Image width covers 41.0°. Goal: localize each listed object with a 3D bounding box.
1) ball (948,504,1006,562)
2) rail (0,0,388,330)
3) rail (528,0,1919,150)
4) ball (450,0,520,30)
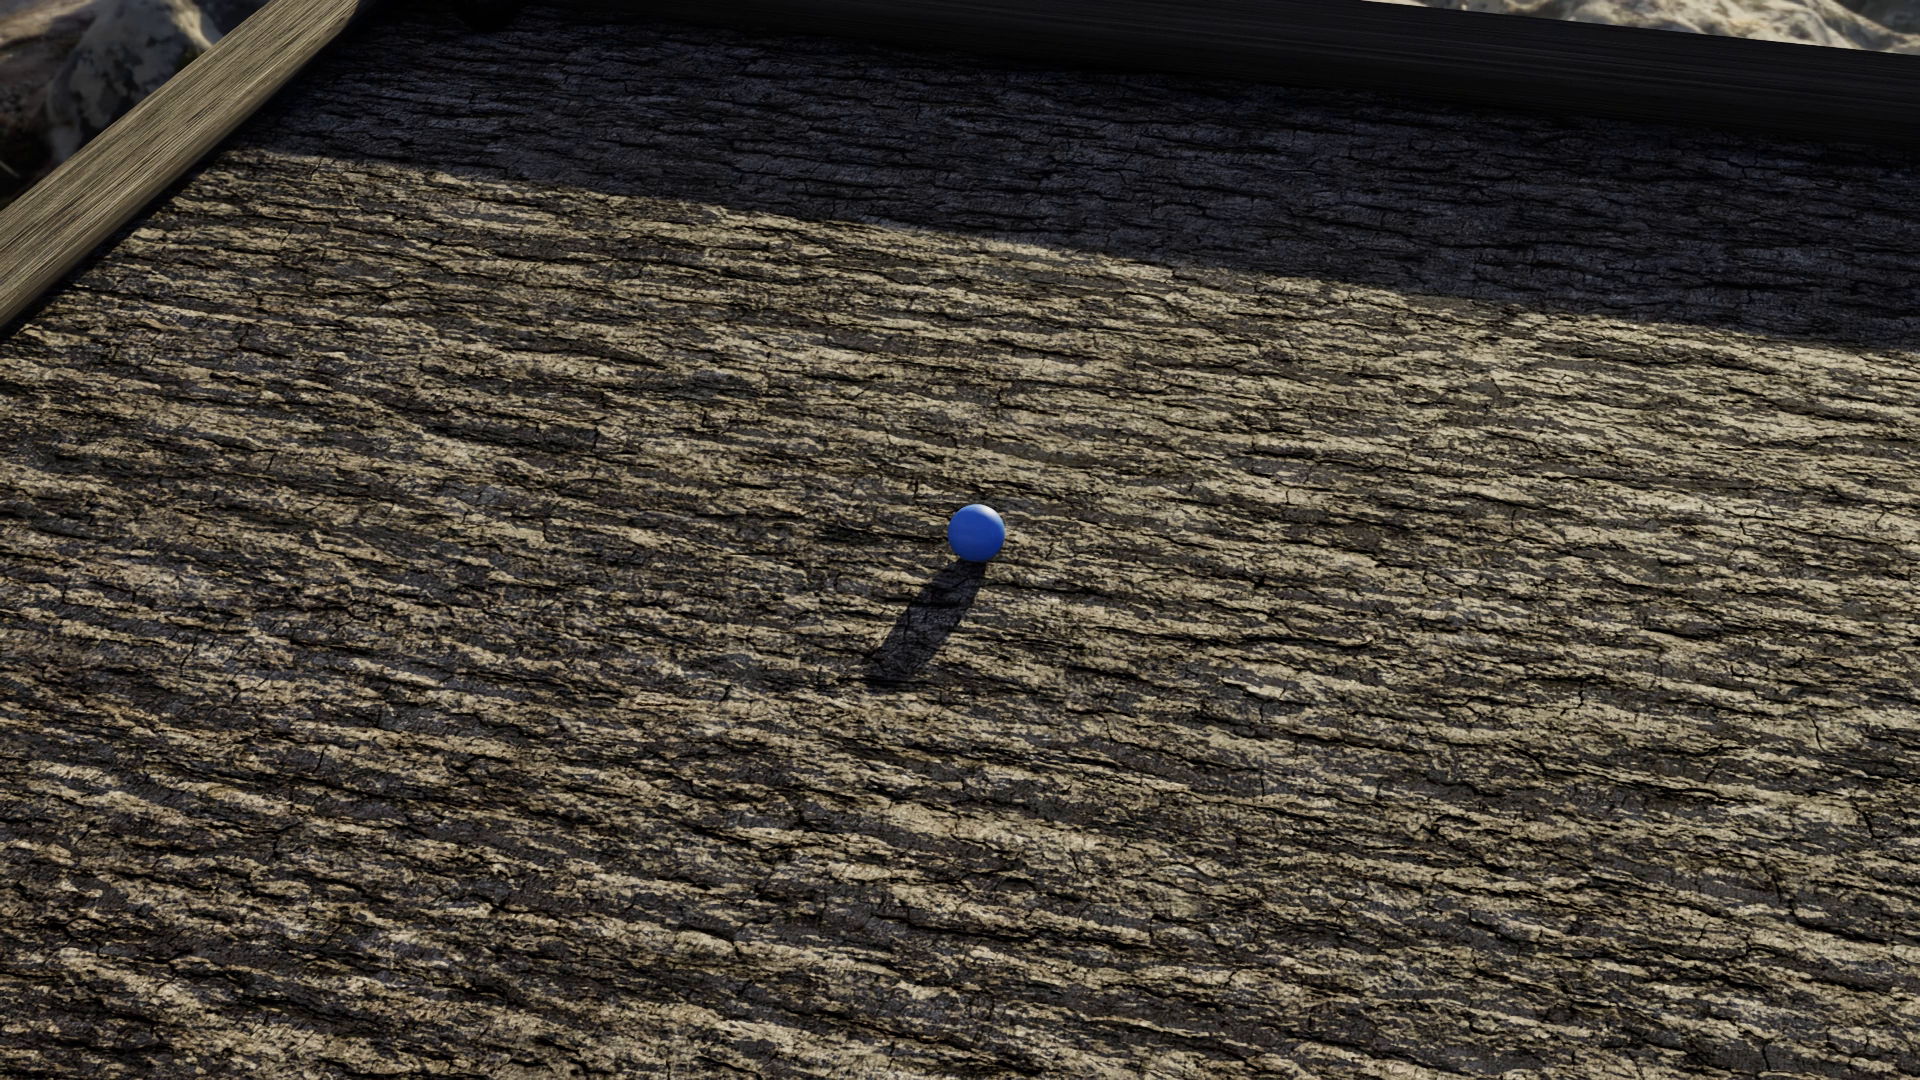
[{"bbox_3d":[0.013,-0.005,2.029,0.046,0.046,0.046,0,34,0],"label":"ball"},{"bbox_3d":[-0.892,-0.154,2.198,0.045,0.102,1.993,8,35,12],"label":"rail"},{"bbox_3d":[1.166,-0.409,2.577,3.789,0.102,0.045,8,35,12],"label":"rail"},{"bbox_3d":[-0.539,-0.618,2.910,0.078,0.078,0.078,0,34,0],"label":"ball"}]
